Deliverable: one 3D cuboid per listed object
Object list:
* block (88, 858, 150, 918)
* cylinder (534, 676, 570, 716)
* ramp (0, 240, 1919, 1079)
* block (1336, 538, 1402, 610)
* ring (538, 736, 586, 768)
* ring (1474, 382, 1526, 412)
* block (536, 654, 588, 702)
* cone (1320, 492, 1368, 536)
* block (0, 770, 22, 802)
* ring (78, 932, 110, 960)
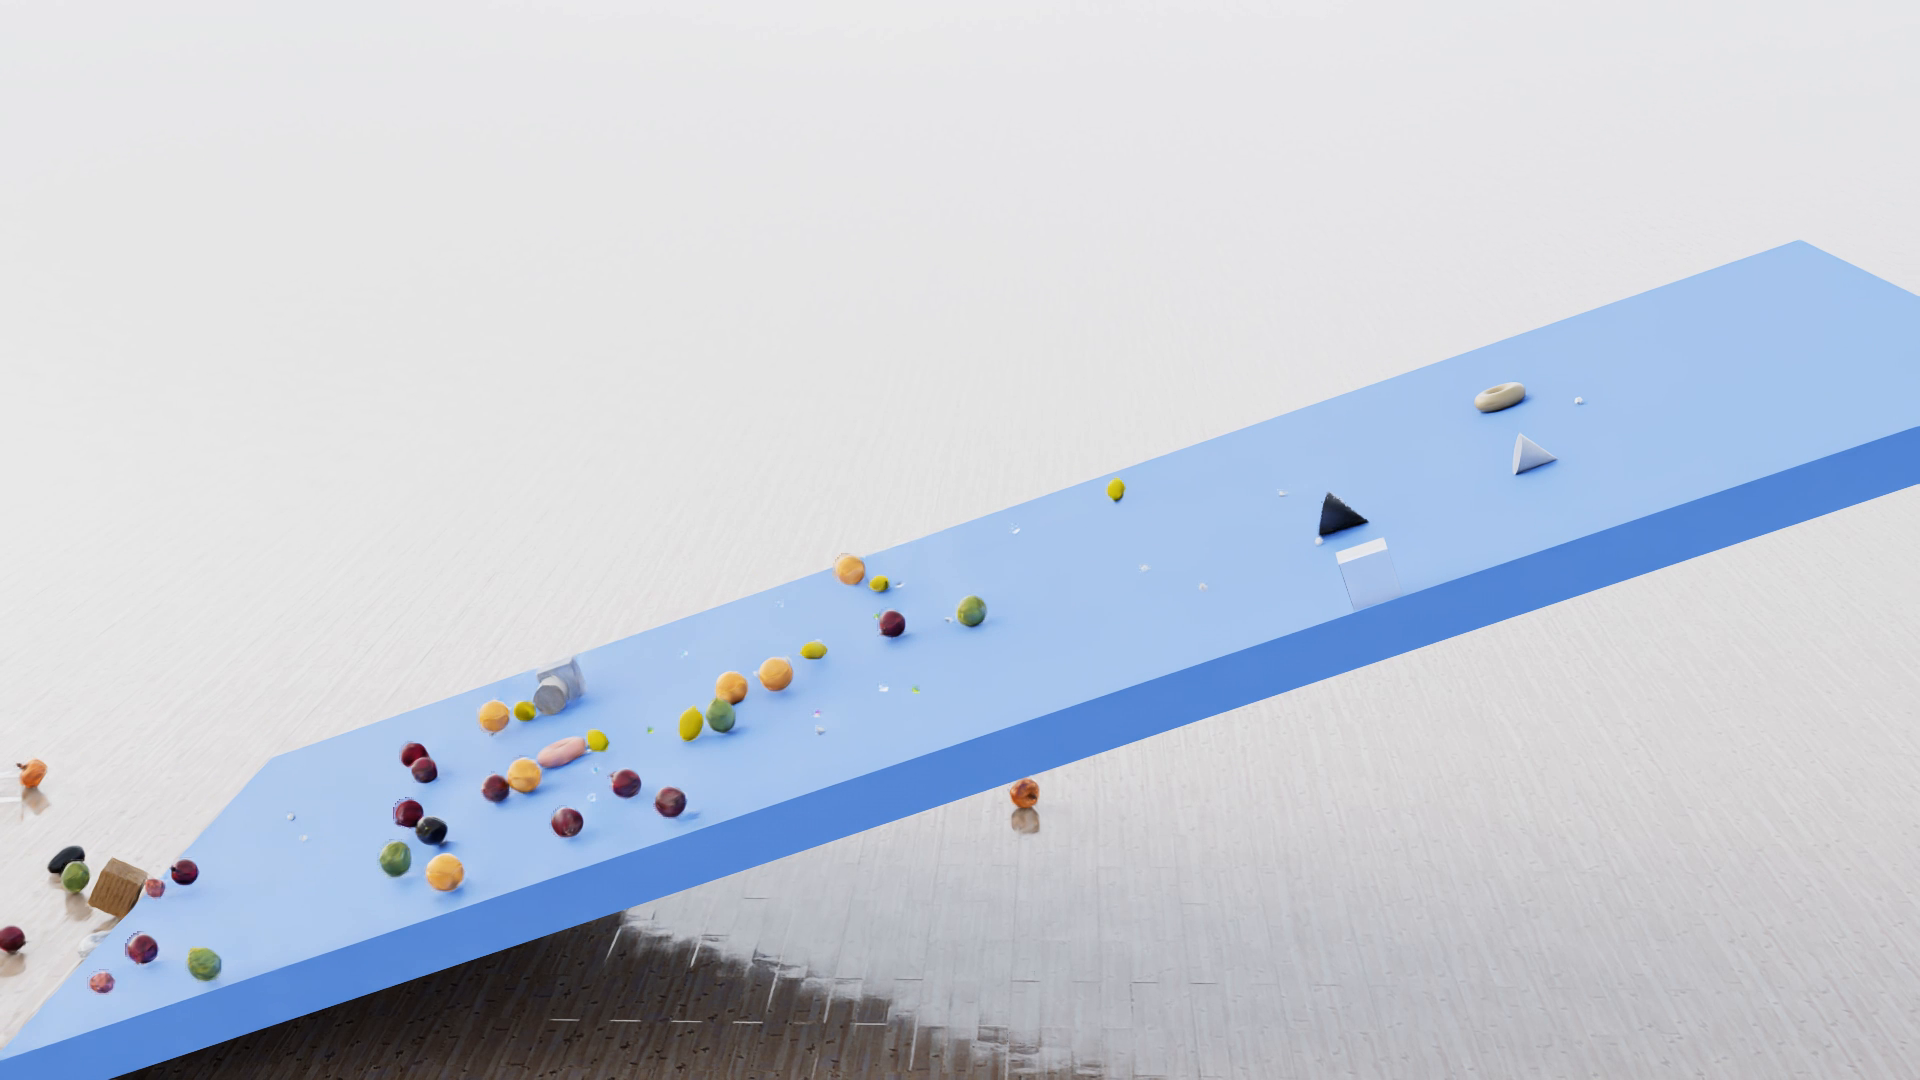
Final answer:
[{"bbox_3d":[-1.889,0.782,6.603,0.090,0.090,0.090,25,9,-7],"label":"block"},{"bbox_3d":[-0.945,0.360,6.811,0.074,0.074,0.074,0,12,0],"label":"cylinder"},{"bbox_3d":[0.111,0.178,6.301,4.000,0.100,2.000,-19,11,6],"label":"ramp"},{"bbox_3d":[0.735,0.061,5.282,0.091,0.091,0.091,-18,11,8],"label":"block"},{"bbox_3d":[-0.852,0.454,6.296,0.112,0.037,0.112,-20,10,4],"label":"ring"},{"bbox_3d":[1.182,-0.312,6.437,0.116,0.039,0.116,-19,10,3],"label":"ring"},{"bbox_3d":[-0.935,0.331,6.909,0.085,0.085,0.085,-19,11,4],"label":"block"},{"bbox_3d":[0.770,-0.044,5.858,0.091,0.091,0.091,11,15,14],"label":"cone"},{"bbox_3d":[-2.413,0.624,7.456,0.064,0.064,0.064,-4,13,-16],"label":"block"},{"bbox_3d":[-1.842,0.879,6.354,0.123,0.041,0.123,1,14,0],"label":"ring"}]
